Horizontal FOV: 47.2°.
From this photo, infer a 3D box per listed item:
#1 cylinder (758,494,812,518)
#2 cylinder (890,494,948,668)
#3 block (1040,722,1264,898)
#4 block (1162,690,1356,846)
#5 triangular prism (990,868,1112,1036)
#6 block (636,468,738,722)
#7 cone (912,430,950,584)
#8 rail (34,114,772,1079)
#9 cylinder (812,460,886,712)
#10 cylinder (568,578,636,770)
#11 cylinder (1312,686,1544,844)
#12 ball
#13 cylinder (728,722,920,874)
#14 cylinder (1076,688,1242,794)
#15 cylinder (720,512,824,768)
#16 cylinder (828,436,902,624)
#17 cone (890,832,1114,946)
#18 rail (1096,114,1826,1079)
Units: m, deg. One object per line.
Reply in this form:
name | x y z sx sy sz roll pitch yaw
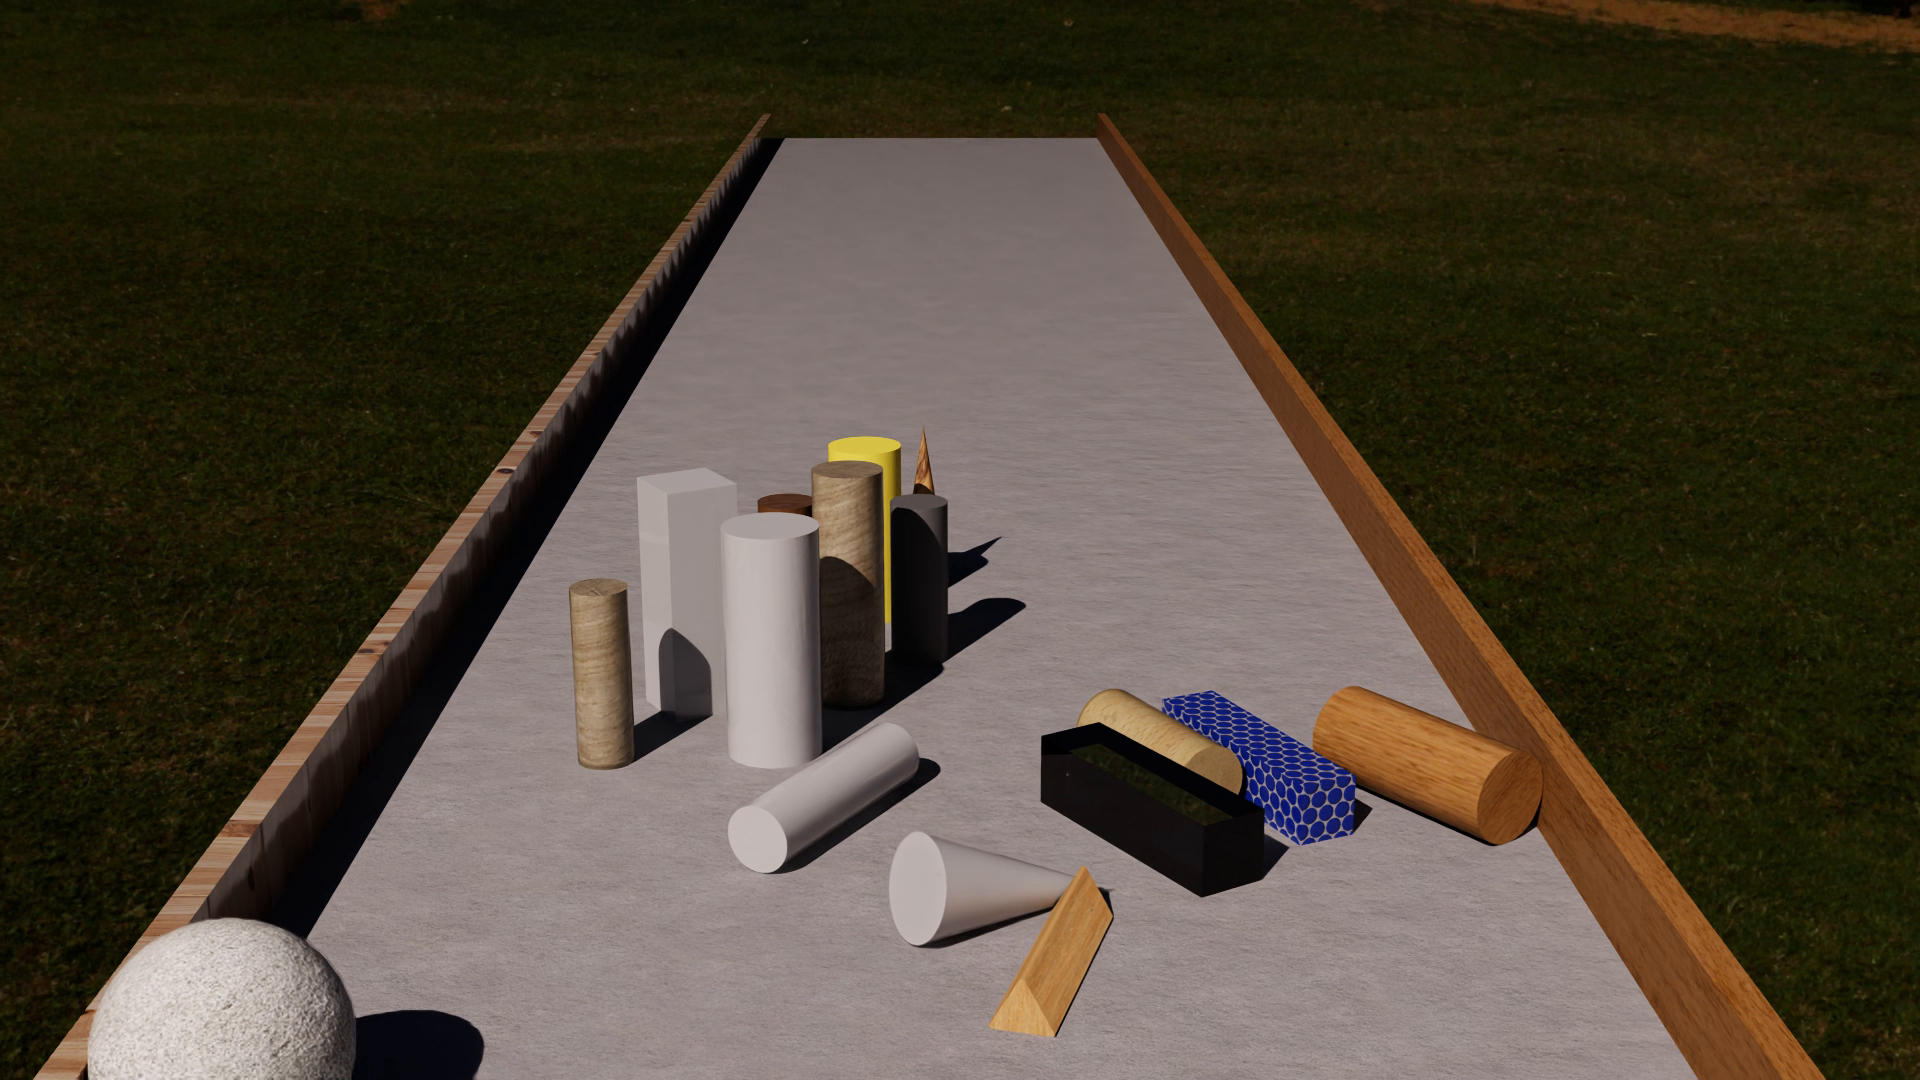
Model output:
cylinder | -0.340 0.083 4.362 0.115 0.333 0.115 0 17 0
cylinder | -0.081 0.080 4.384 0.114 0.326 0.114 0 17 0
block | 0.304 0.430 3.569 0.120 0.120 0.438 -10 19 -31
block | 0.502 0.383 3.758 0.103 0.103 0.440 -8 18 -25
triangular prism | 0.135 0.578 3.138 0.092 0.079 0.372 5 17 15
block | -0.504 0.101 4.114 0.139 0.440 0.139 -10 19 -29
cone | -0.080 -0.078 4.861 0.115 0.358 0.115 0 17 0
rail | -1.118 -0.838 7.780 0.050 0.150 12.000 0 17 -1
cylinder | -0.209 0.086 4.141 0.134 0.454 0.134 0 17 0
cylinder | -0.628 0.236 3.867 0.101 0.322 0.101 0 17 0
cylinder | 0.780 0.373 3.694 0.158 0.158 0.371 -12 20 -34
ball | -0.883 0.609 2.639 0.307 0.307 0.307 0 17 0
cylinder | -0.218 0.419 3.622 0.112 0.112 0.410 9 19 28
cylinder | 0.337 0.366 3.762 0.134 0.134 0.311 -9 19 -27
cylinder | -0.332 0.176 3.896 0.172 0.420 0.172 0 17 0
cylinder | -0.199 -0.020 4.645 0.152 0.370 0.152 0 17 0
cone | 0.090 0.525 3.318 0.360 0.165 0.165 5 12 -31
rail | 0.932 -0.844 7.801 0.050 0.150 12.000 0 17 -1
